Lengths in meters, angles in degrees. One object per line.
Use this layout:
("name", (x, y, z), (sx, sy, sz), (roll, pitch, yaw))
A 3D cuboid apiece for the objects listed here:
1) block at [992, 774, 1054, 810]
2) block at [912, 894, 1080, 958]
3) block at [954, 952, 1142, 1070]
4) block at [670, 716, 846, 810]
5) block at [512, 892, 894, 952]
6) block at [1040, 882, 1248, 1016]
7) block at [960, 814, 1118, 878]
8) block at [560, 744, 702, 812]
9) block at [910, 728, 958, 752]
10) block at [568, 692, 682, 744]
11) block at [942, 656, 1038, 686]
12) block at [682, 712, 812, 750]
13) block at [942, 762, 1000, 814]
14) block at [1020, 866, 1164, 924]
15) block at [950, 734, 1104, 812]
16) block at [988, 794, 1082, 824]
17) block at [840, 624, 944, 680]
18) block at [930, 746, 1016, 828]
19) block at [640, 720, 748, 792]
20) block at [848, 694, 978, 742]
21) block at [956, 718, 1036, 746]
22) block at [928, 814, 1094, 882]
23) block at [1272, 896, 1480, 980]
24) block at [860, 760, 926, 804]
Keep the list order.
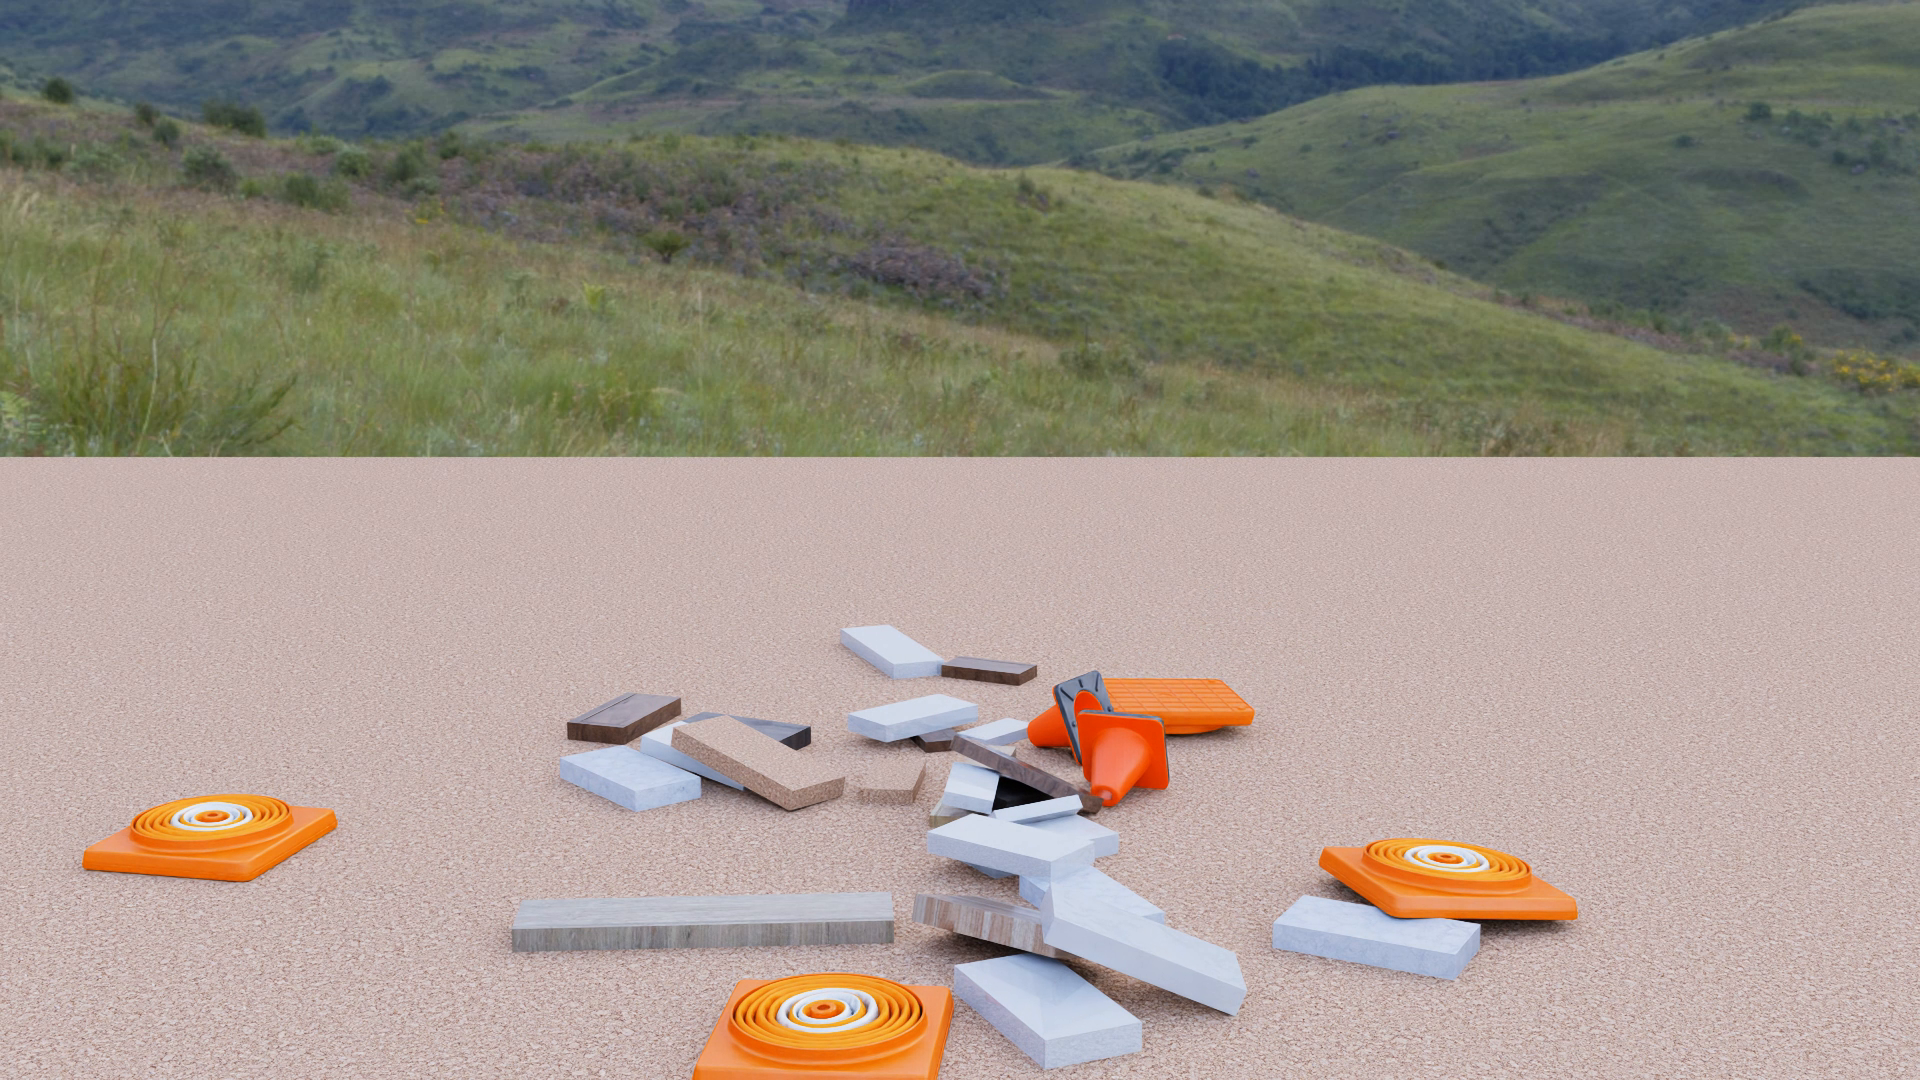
("block", (0.099, 0.474, 4.145), (0.090, 0.026, 0.180), (19, 15, 32))
("block", (0.085, 0.592, 3.376), (0.299, 0.042, 0.149), (5, -5, 44))
("block", (0.121, 0.667, 3.140), (0.149, 0.042, 0.299), (-5, 12, -24))
("block", (-0.392, 0.427, 4.248), (0.333, 0.041, 0.144), (22, 20, 36))
("block", (-0.403, 0.605, 3.488), (0.591, 0.037, 0.132), (-1, 11, -4))
("block", (0.266, 0.597, 3.219), (0.299, 0.042, 0.149), (22, 10, -4))
("block", (0.136, 0.536, 3.858), (0.258, 0.037, 0.129), (-7, 12, -31))
("block", (-0.641, 0.460, 4.260), (0.144, 0.041, 0.287), (-8, 13, -38))
("block", (-0.055, 0.408, 4.585), (0.081, 0.023, 0.162), (-3, 11, -17))
("block", (-0.715, 0.380, 4.697), (0.132, 0.037, 0.264), (4, 11, 19))
("block", (0.068, 0.305, 5.128), (0.200, 0.028, 0.100), (5, 12, 26))
("block", (-0.457, 0.405, 4.565), (0.264, 0.037, 0.132), (5, 12, 26))
("block", (0.022, 0.455, 4.045), (0.090, 0.026, 0.180), (12, 12, 3))
("block", (0.211, 0.590, 3.570), (0.129, 0.037, 0.258), (-5, 12, -24))
("block", (0.124, 0.438, 4.127), (0.289, 0.028, 0.100), (22, -1, 27))
("block", (0.122, 0.500, 3.942), (0.180, 0.025, 0.090), (-7, -27, -31))
("block", (-0.166, 0.268, 5.307), (0.126, 0.036, 0.398), (-4, 11, -21))
("block", (0.029, 0.472, 4.240), (0.081, 0.023, 0.479), (2, 11, 11))
("block", (-0.492, 0.425, 4.346), (0.252, 0.036, 0.126), (17, 17, 27))
("block", (-0.098, 0.372, 4.617), (0.252, 0.036, 0.126), (-9, 14, -41))
("block", (0.078, 0.406, 4.599), (0.081, 0.023, 0.162), (9, 14, 41))
("block", (0.086, 0.522, 3.736), (0.258, 0.037, 0.129), (8, 13, 37))
("block", (0.647, 0.616, 3.419), (0.287, 0.041, 0.144), (6, 12, 27))
("block", (-0.128, 0.467, 4.255), (0.100, 0.028, 0.200), (1, 11, 6))
